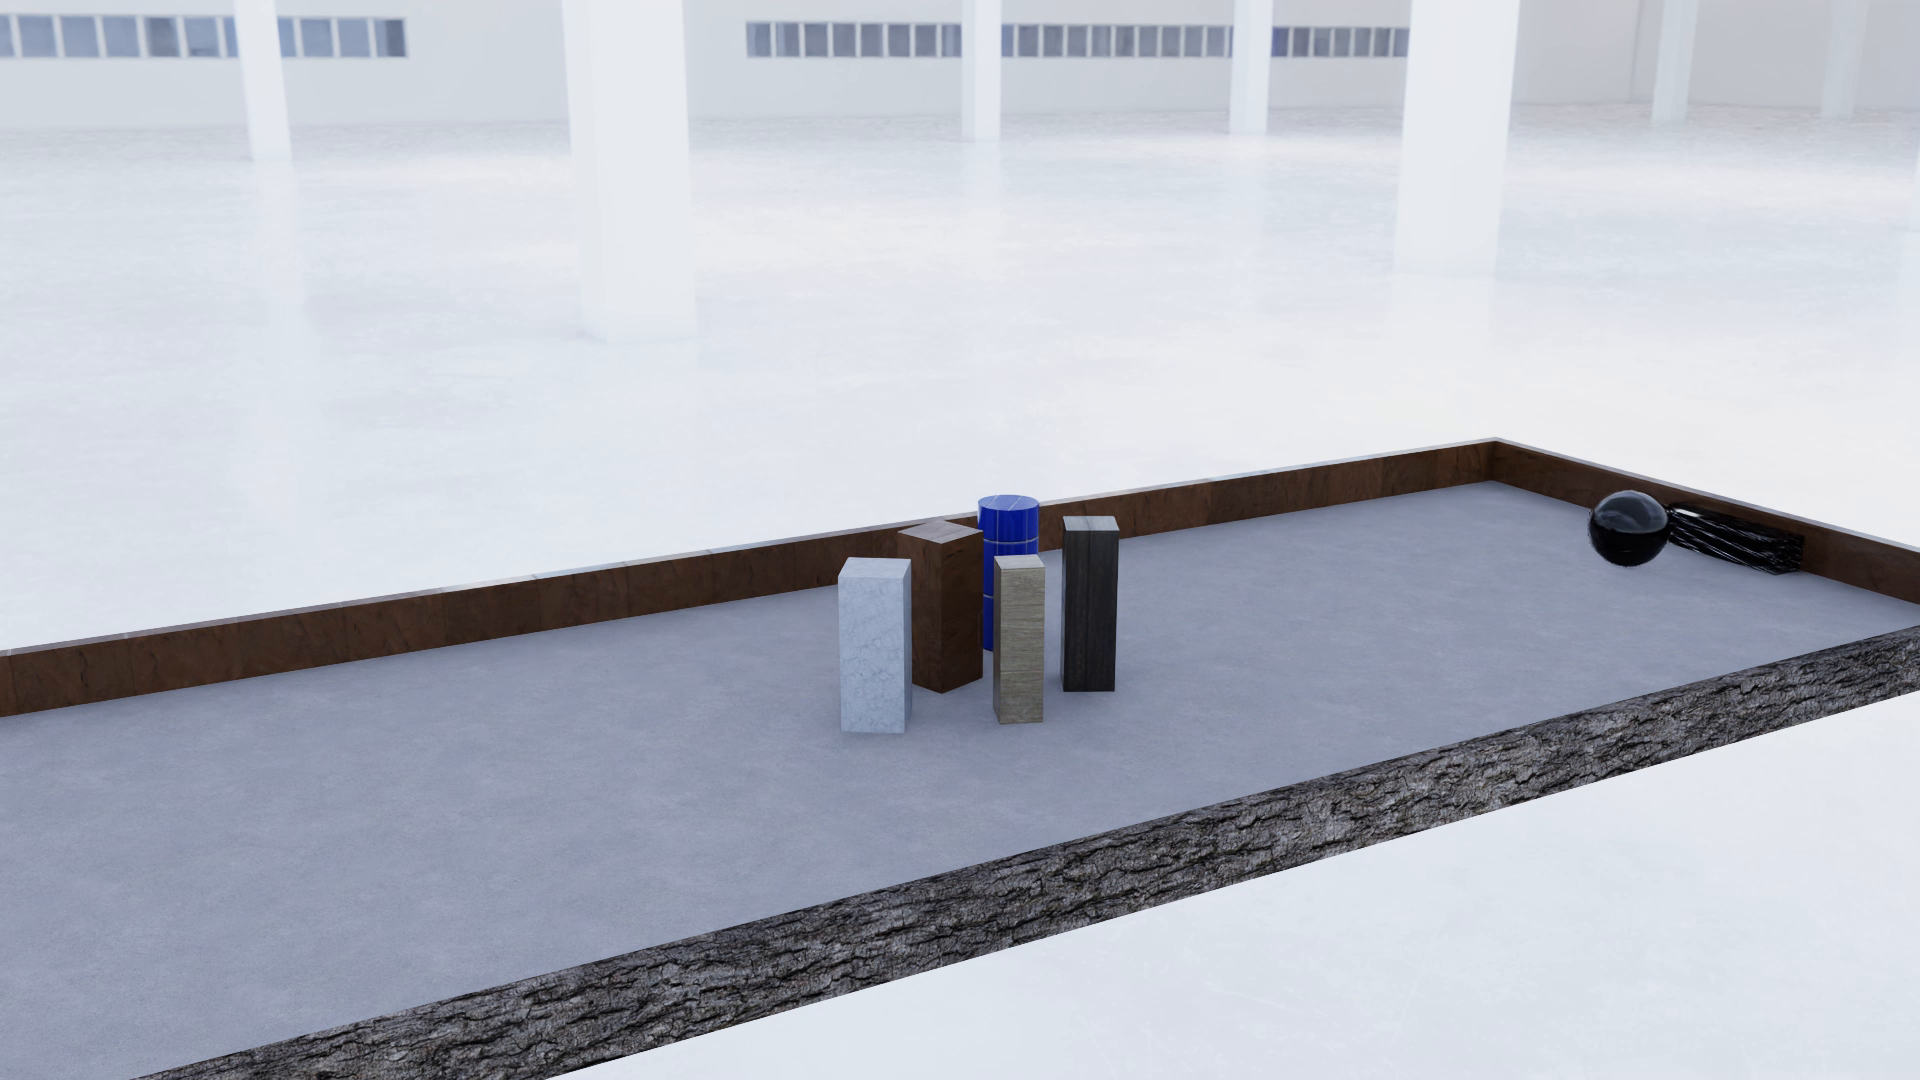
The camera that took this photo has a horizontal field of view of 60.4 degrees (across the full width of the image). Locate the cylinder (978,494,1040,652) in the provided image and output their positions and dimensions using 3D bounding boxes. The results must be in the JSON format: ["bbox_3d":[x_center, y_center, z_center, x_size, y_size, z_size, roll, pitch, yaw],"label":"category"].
[{"bbox_3d":[0.126,0.089,4.361,0.161,0.390,0.161,0,16,0],"label":"cylinder"}]

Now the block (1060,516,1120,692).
[{"bbox_3d":[0.319,0.158,4.080,0.126,0.415,0.126,0,16,-1],"label":"block"}]

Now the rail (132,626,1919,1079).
[{"bbox_3d":[-2.336,1.006,1.665,12.000,0.150,0.050,-9,18,-27],"label":"rail"}]

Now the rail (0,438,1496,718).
[{"bbox_3d":[-3.305,0.497,3.399,12.000,0.150,0.050,-9,18,-27],"label":"rail"}]

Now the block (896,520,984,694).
[{"bbox_3d":[-0.049,0.164,4.111,0.151,0.387,0.151,15,22,41],"label":"block"}]

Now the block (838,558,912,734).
[{"bbox_3d":[-0.195,0.245,3.851,0.148,0.378,0.148,2,16,5],"label":"block"}]

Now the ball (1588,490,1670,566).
[{"bbox_3d":[2.053,-0.035,5.062,0.233,0.233,0.233,0,16,0],"label":"ball"}]

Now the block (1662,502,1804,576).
[{"bbox_3d":[2.410,-0.009,5.190,0.110,0.110,0.453,-8,18,-26],"label":"block"}]

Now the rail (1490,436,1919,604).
[{"bbox_3d":[2.466,-0.048,5.253,0.050,0.150,2.100,-9,18,-27],"label":"rail"}]

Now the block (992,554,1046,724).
[{"bbox_3d":[0.138,0.234,3.880,0.102,0.383,0.102,-2,17,-8],"label":"block"}]
